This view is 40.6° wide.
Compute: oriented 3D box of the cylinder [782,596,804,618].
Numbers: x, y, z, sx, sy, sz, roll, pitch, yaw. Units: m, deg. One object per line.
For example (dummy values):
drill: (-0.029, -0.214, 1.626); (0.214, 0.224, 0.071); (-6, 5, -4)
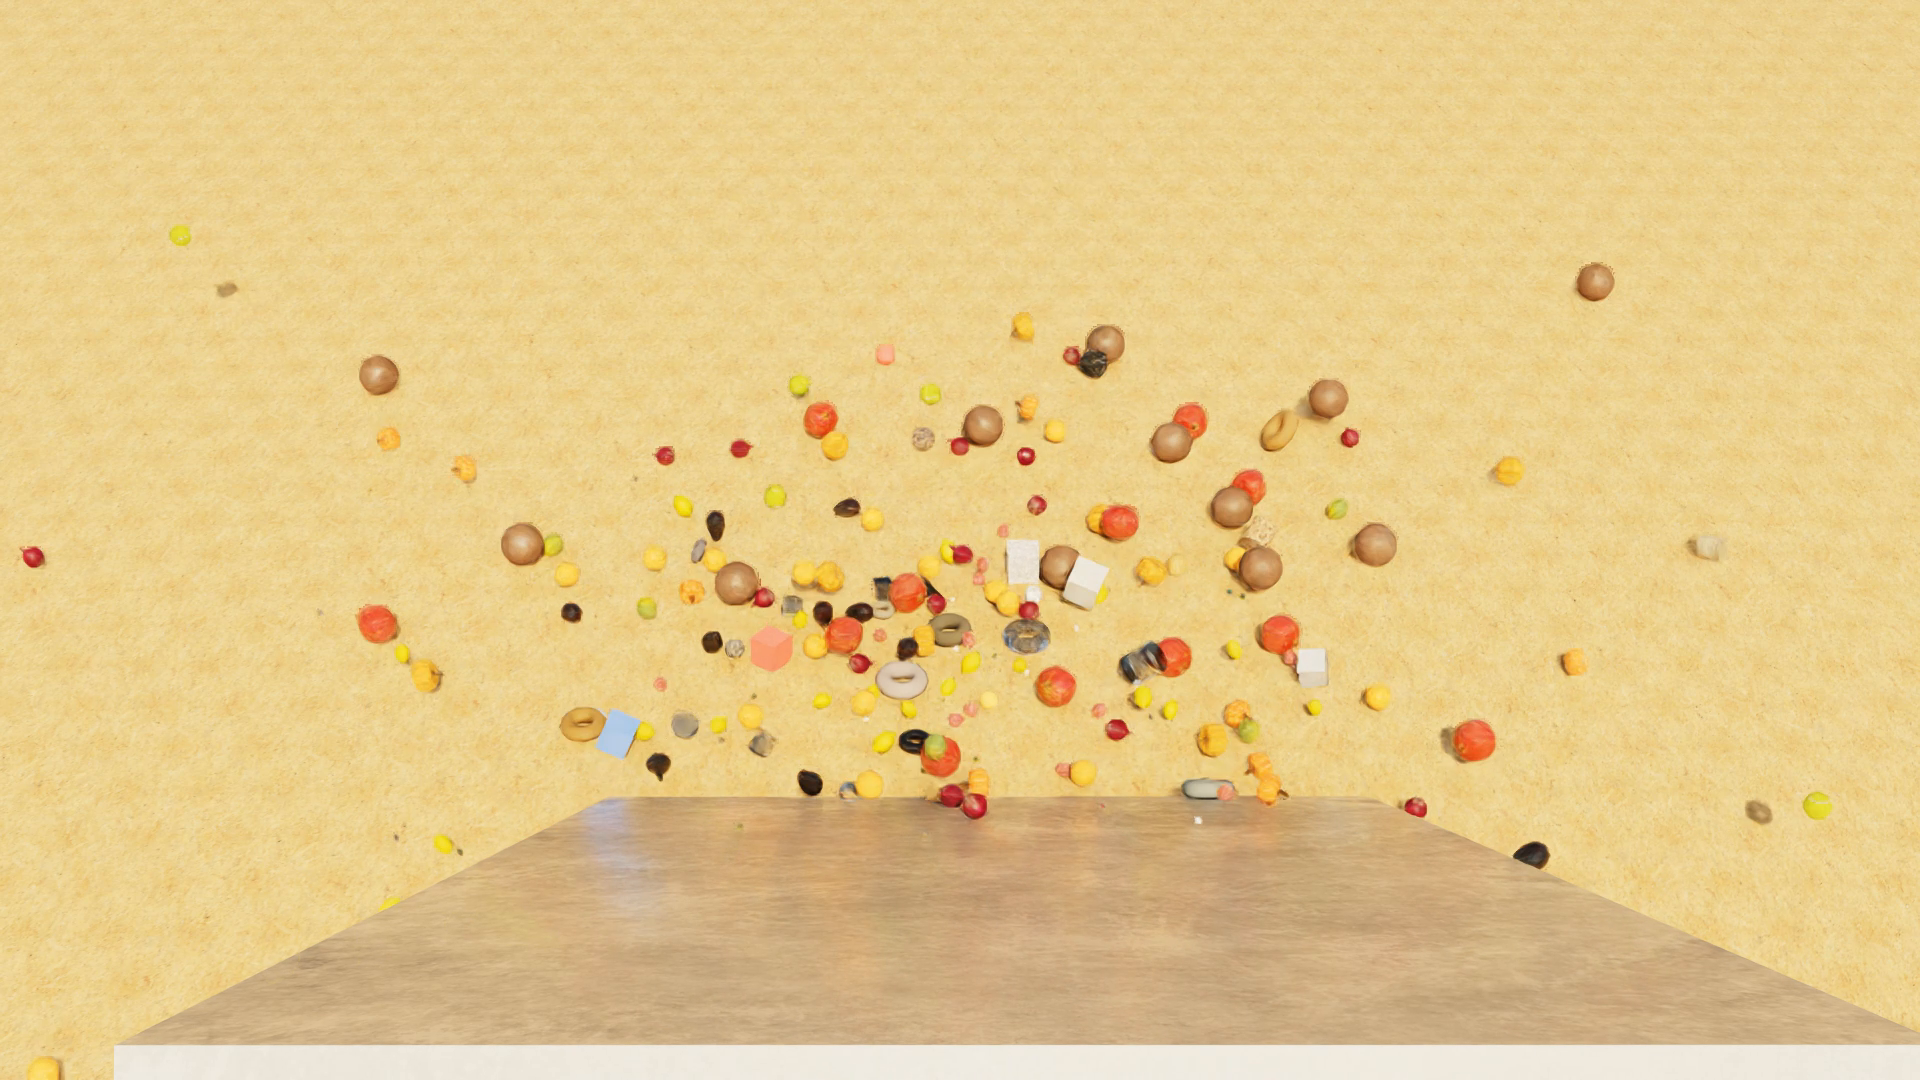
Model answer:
cylinder: (-0.490, 0.195, 7.604); (0.060, 0.060, 0.060); (3, 35, 0)

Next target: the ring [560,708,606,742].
ring: (-1.040, 0.509, 7.171); (0.130, 0.043, 0.130); (-1, 34, 1)

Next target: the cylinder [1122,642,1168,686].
cylinder: (0.518, 0.346, 7.306); (0.093, 0.093, 0.093); (-32, 22, 30)

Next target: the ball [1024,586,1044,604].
ball: (0.217, 0.162, 7.656); (0.057, 0.057, 0.057); (0, 35, 0)

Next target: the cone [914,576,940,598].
cone: (-0.088, 0.151, 7.695); (0.071, 0.071, 0.071); (21, 31, -16)

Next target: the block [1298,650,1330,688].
block: (0.995, 0.361, 7.315); (0.075, 0.075, 0.075); (-4, 53, 17)

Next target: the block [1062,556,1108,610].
block: (0.365, 0.126, 7.574); (0.095, 0.095, 0.095); (23, 56, 5)

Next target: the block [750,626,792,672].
block: (-0.539, 0.311, 7.412); (0.085, 0.085, 0.085); (23, 37, 30)

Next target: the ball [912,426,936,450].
ball: (-0.118, -0.325, 8.337); (0.077, 0.077, 0.077); (0, 35, 0)

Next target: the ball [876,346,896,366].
ball: (-0.250, -0.625, 8.774); (0.067, 0.067, 0.067); (0, 35, 0)

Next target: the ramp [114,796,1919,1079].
ramp: (0.077, 0.663, 4.830); (2.000, 0.100, 4.000); (0, -2, 0)

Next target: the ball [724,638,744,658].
ball: (-0.646, 0.311, 7.440); (0.056, 0.056, 0.056); (0, 35, 0)

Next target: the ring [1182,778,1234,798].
ring: (0.650, 0.651, 6.796); (0.139, 0.046, 0.139); (1, -1, 0)

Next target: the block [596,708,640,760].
block: (-0.932, 0.529, 7.079); (0.084, 0.084, 0.084); (24, 32, -5)

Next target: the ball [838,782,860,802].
ball: (-0.283, 0.642, 6.634); (0.053, 0.053, 0.053); (0, 35, 0)

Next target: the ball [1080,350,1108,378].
ball: (0.447, -0.591, 8.696); (0.096, 0.096, 0.096); (0, 35, 0)

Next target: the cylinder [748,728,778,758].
cylinder: (-0.537, 0.551, 7.058); (0.060, 0.060, 0.060); (32, 5, -3)

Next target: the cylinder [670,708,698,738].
cylinder: (-0.755, 0.503, 7.122); (0.076, 0.076, 0.076); (-6, 1, -9)

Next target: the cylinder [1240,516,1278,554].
cylinder: (0.904, -0.014, 7.842); (0.082, 0.082, 0.082); (27, 75, 33)

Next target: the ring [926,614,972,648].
ring: (-0.033, 0.261, 7.525); (0.135, 0.045, 0.135); (-1, 35, 1)

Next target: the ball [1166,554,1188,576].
ball: (0.650, 0.075, 7.773); (0.067, 0.067, 0.067); (0, 35, 0)

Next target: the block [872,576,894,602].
block: (-0.227, 0.146, 7.684); (0.052, 0.052, 0.052); (-10, 36, -14)

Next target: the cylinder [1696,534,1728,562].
cylinder: (2.264, 0.023, 7.823); (0.069, 0.069, 0.069); (19, 39, 31)

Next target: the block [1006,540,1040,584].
block: (0.188, 0.064, 7.765); (0.093, 0.093, 0.093); (-1, 35, -2)

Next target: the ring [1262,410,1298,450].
ring: (1.025, -0.351, 8.328); (0.049, 0.146, 0.146); (34, 27, -23)

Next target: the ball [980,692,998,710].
ball: (0.080, 0.448, 7.251); (0.051, 0.051, 0.051); (0, 35, 0)

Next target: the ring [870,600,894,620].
ring: (-0.229, 0.206, 7.621); (0.075, 0.025, 0.075); (1, 35, -1)

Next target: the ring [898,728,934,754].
ring: (-0.122, 0.553, 7.116); (0.098, 0.033, 0.098); (2, 32, -1)

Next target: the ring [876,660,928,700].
ring: (-0.164, 0.395, 7.329); (0.150, 0.050, 0.150); (1, 35, -1)

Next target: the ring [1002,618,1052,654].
ring: (0.193, 0.279, 7.498); (0.143, 0.048, 0.143); (1, 36, 0)

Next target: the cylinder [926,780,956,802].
cylinder: (-0.050, 0.641, 6.634); (0.053, 0.053, 0.053); (0, 29, -37)
